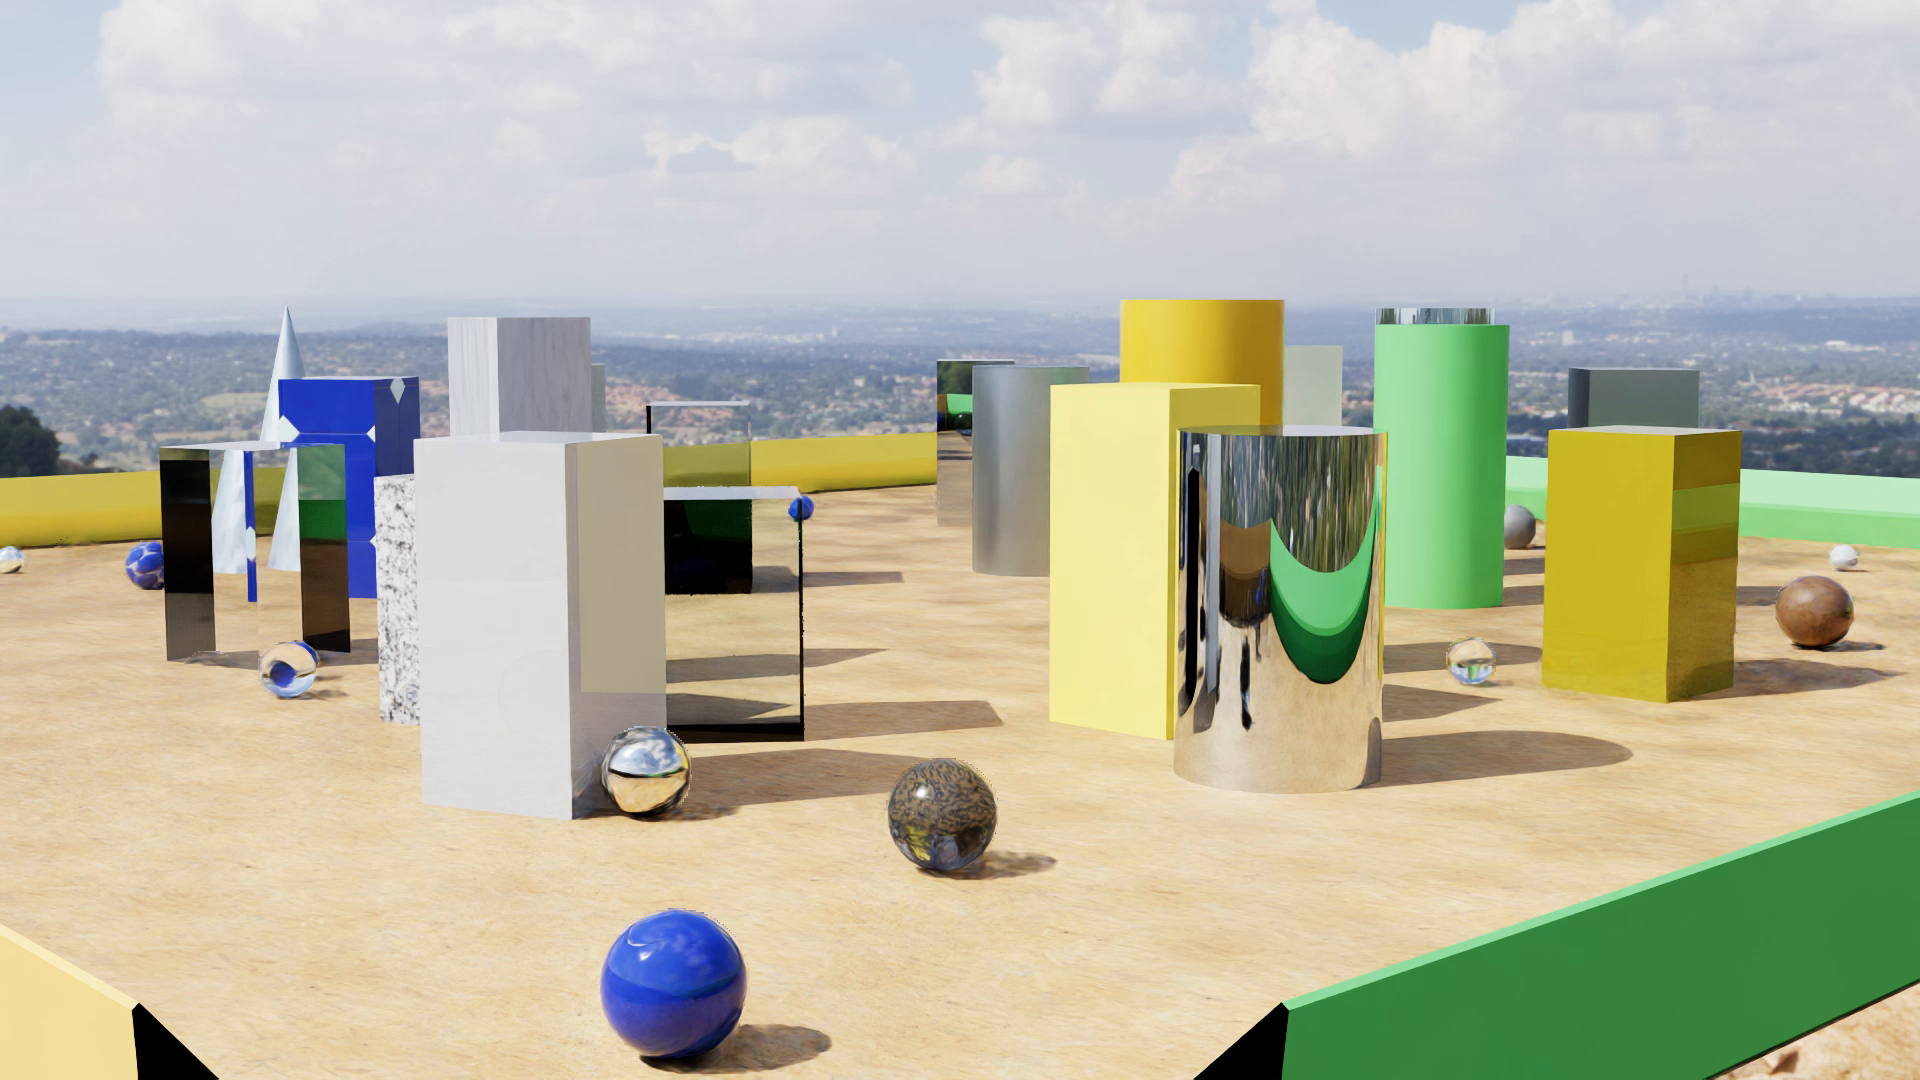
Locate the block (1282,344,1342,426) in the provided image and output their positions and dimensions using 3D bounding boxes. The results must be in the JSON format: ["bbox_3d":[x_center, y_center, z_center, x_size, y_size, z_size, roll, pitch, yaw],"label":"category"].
[{"bbox_3d":[0.610,-0.179,4.180,0.160,0.380,0.160,-4,7,-34],"label":"block"}]

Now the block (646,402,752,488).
[{"bbox_3d":[-0.422,-0.074,3.579,0.160,0.296,0.160,0,6,-4],"label":"block"}]

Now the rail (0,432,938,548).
[{"bbox_3d":[-1.218,-0.103,4.645,3.725,0.130,0.045,-5,8,-42],"label":"rail"}]

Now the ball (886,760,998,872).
[{"bbox_3d":[-0.014,0.220,1.755,0.088,0.088,0.088,0,6,0],"label":"ball"}]

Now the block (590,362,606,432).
[{"bbox_3d":[-0.673,-0.116,3.685,0.160,0.356,0.160,-1,6,-9],"label":"block"}]

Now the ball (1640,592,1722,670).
[{"bbox_3d":[0.898,0.113,2.737,0.097,0.097,0.097,0,6,0],"label":"ball"}]

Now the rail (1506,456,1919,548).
[{"bbox_3d":[1.351,-0.095,4.572,0.045,0.130,3.639,-5,8,-42],"label":"rail"}]

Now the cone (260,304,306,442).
[{"bbox_3d":[-1.183,-0.190,3.886,0.200,0.462,0.200,0,6,0],"label":"cone"}]

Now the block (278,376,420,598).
[{"bbox_3d":[-0.965,-0.087,3.493,0.160,0.340,0.160,1,6,11],"label":"block"}]

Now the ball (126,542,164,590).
[{"bbox_3d":[-1.291,0.042,3.512,0.079,0.079,0.079,0,6,0],"label":"ball"}]

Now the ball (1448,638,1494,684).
[{"bbox_3d":[0.611,0.146,2.629,0.055,0.055,0.055,0,6,0],"label":"ball"}]

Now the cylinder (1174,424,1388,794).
[{"bbox_3d":[0.307,0.060,2.116,0.200,0.332,0.200,0,6,0],"label":"cylinder"}]

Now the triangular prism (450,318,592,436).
[{"bbox_3d":[-0.566,-0.054,2.702,0.150,0.437,0.173,4,7,31],"label":"triangular prism"}]

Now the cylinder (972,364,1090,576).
[{"bbox_3d":[0.121,-0.123,3.780,0.200,0.351,0.200,0,6,0],"label":"cylinder"}]

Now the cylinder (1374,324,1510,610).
[{"bbox_3d":[0.735,-0.117,3.373,0.200,0.424,0.200,0,6,0],"label":"cylinder"}]

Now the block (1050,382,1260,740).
[{"bbox_3d":[0.211,0.015,2.383,0.160,0.365,0.160,6,8,43],"label":"block"}]

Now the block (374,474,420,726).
[{"bbox_3d":[-0.523,0.062,2.414,0.160,0.266,0.160,3,7,30],"label":"block"}]

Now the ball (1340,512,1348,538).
[{"bbox_3d":[0.717,-0.029,4.236,0.062,0.062,0.062,0,6,0],"label":"ball"}]

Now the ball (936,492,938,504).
[{"bbox_3d":[-0.020,-0.091,4.844,0.068,0.068,0.068,0,6,0],"label":"ball"}]

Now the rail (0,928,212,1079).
[{"bbox_3d":[-1.351,0.163,2.092,0.045,0.130,3.639,-5,8,-42],"label":"rail"}]

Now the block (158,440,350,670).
[{"bbox_3d":[-0.904,0.015,2.826,0.160,0.274,0.160,3,7,27],"label":"block"}]

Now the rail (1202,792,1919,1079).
[{"bbox_3d":[1.218,0.170,2.019,3.725,0.130,0.045,-5,8,-42],"label":"rail"}]

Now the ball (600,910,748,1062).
[{"bbox_3d":[-0.171,0.266,1.313,0.088,0.088,0.088,0,6,0],"label":"ball"}]

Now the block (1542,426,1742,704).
[{"bbox_3d":[0.805,0.023,2.600,0.160,0.305,0.160,-6,8,-44],"label":"block"}]

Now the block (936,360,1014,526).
[{"bbox_3d":[0.033,-0.206,4.615,0.160,0.343,0.160,0,6,1],"label":"block"}]

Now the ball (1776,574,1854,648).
[{"bbox_3d":[1.132,0.095,2.913,0.098,0.098,0.098,0,6,0],"label":"ball"}]

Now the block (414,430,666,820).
[{"bbox_3d":[-0.381,0.071,2.016,0.160,0.331,0.160,3,6,24],"label":"block"}]

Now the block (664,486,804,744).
[{"bbox_3d":[-0.250,0.076,2.340,0.160,0.253,0.160,-1,6,-6],"label":"block"}]

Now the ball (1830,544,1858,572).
[{"bbox_3d":[1.516,0.031,3.770,0.046,0.046,0.046,0,6,0],"label":"ball"}]

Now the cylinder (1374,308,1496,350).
[{"bbox_3d":[0.806,-0.170,3.752,0.200,0.449,0.200,0,6,0],"label":"cylinder"}]

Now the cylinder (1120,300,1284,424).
[{"bbox_3d":[0.295,-0.064,2.698,0.200,0.458,0.200,0,6,0],"label":"cylinder"}]

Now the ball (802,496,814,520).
[{"bbox_3d":[-0.337,-0.068,4.683,0.055,0.055,0.055,0,6,0],"label":"ball"}]

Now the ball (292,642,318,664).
[{"bbox_3d":[-0.802,0.146,2.659,0.047,0.047,0.047,0,6,0],"label":"ball"}]

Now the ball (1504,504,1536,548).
[{"bbox_3d":[1.044,-0.026,4.141,0.083,0.083,0.083,0,6,0],"label":"ball"}]

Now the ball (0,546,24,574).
[{"bbox_3d":[-1.619,0.034,3.748,0.046,0.046,0.046,0,6,0],"label":"ball"}]

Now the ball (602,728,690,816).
[{"bbox_3d":[-0.277,0.205,1.944,0.078,0.078,0.078,0,6,0],"label":"ball"}]

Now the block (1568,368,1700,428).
[{"bbox_3d":[1.021,-0.082,3.357,0.160,0.358,0.160,0,6,5],"label":"block"}]

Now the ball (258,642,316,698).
[{"bbox_3d":[-0.777,0.150,2.542,0.063,0.063,0.063,0,6,0],"label":"ball"}]
